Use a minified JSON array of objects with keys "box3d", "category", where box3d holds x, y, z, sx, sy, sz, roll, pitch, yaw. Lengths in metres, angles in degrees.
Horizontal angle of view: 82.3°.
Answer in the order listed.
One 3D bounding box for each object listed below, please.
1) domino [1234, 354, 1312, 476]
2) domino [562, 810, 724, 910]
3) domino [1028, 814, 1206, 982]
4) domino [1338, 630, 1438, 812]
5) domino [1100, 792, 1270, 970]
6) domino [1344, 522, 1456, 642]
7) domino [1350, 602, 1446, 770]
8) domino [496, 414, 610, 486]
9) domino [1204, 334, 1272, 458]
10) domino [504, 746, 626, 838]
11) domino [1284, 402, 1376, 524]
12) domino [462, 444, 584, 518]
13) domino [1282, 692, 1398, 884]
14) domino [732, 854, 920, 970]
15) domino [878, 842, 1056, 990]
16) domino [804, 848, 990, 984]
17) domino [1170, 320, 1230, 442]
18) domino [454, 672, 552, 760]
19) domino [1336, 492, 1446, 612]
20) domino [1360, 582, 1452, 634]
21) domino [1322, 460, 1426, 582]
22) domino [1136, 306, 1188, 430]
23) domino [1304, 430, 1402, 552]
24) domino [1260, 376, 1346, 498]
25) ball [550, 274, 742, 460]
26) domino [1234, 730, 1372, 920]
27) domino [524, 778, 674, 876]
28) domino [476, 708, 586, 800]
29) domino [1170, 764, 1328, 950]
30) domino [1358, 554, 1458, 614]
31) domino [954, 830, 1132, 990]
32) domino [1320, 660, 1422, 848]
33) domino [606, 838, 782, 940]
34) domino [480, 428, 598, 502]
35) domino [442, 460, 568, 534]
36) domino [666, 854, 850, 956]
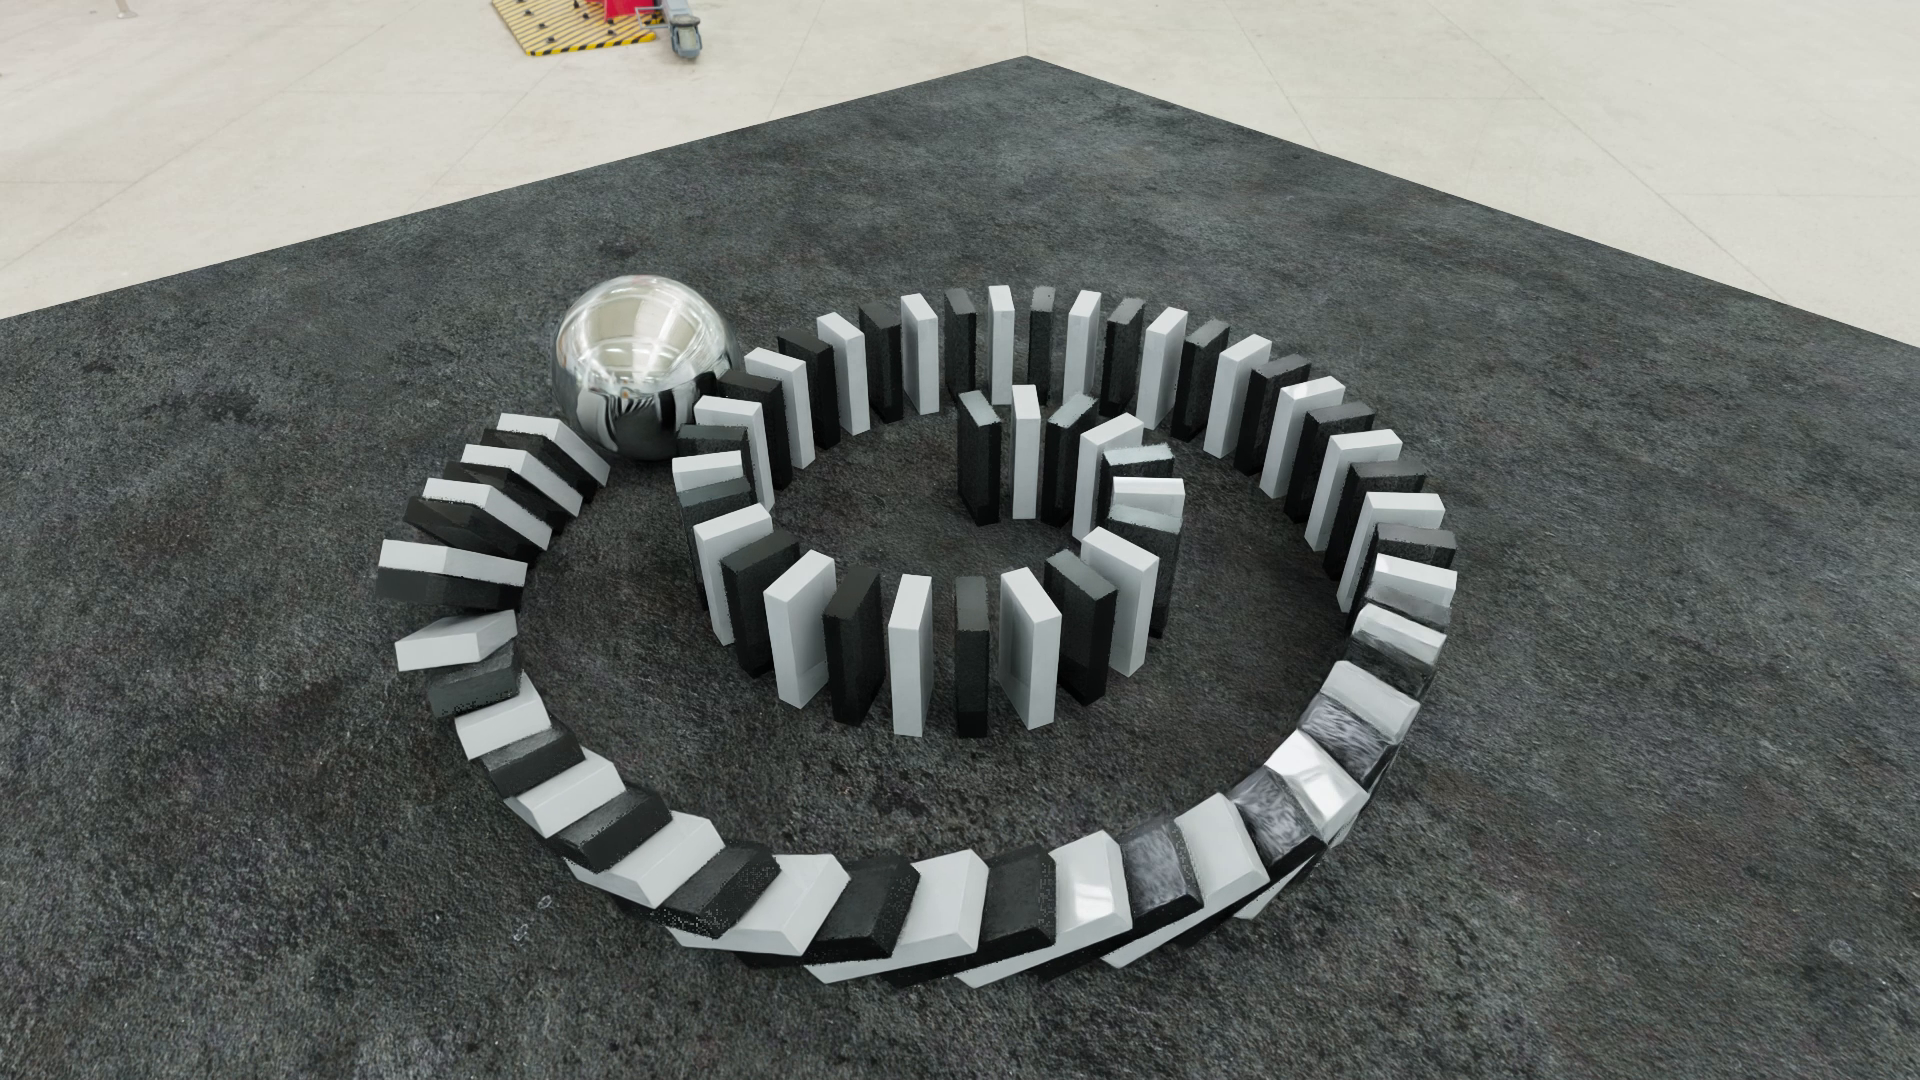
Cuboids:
[{"box3d":[0.135,-0.054,0.477,0.025,0.050,0.009,-21,44,-24],"category":"domino"},{"box3d":[-0.092,0.089,0.315,0.050,0.010,0.025,-6,26,48],"category":"domino"},{"box3d":[0.040,0.098,0.302,0.050,0.009,0.025,-33,36,18],"category":"domino"},{"box3d":[0.125,0.056,0.343,0.025,0.050,0.009,31,26,32],"category":"domino"},{"box3d":[0.058,0.094,0.305,0.050,0.010,0.025,-37,37,17],"category":"domino"},{"box3d":[0.155,0.018,0.390,0.025,0.050,0.009,8,40,10],"category":"domino"},{"box3d":[0.134,0.048,0.352,0.025,0.050,0.009,26,33,28],"category":"domino"},{"box3d":[-0.169,-0.037,0.459,0.025,0.050,0.009,7,73,8],"category":"domino"},{"box3d":[0.123,-0.064,0.489,0.025,0.050,0.010,-31,48,-32],"category":"domino"},{"box3d":[-0.123,0.074,0.334,0.025,0.010,0.050,-30,17,-31],"category":"domino"},{"box3d":[0.150,-0.031,0.449,0.025,0.050,0.010,-11,40,-13],"category":"domino"},{"box3d":[-0.175,-0.023,0.442,0.025,0.050,0.009,7,73,9],"category":"domino"},{"box3d":[0.104,0.073,0.326,0.010,0.050,0.025,16,19,-50],"category":"domino"},{"box3d":[-0.037,0.102,0.299,0.050,0.010,0.025,-18,29,31],"category":"domino"},{"box3d":[0.002,0.102,0.298,0.050,0.009,0.025,-25,33,23],"category":"domino"},{"box3d":[-0.017,0.102,0.298,0.050,0.010,0.025,-22,32,26],"category":"domino"},{"box3d":[0.109,-0.072,0.499,0.009,0.050,0.025,27,46,29],"category":"domino"},{"box3d":[-0.149,0.056,0.356,0.025,0.010,0.050,-22,13,-24],"category":"domino"},{"box3d":[0.158,0.006,0.405,0.025,0.050,0.009,2,39,2],"category":"domino"},{"box3d":[0.141,0.040,0.362,0.025,0.050,0.010,22,41,25],"category":"domino"},{"box3d":[0.157,-0.007,0.420,0.025,0.050,0.009,-3,39,-3],"category":"domino"},{"box3d":[0.093,-0.079,0.508,0.009,0.050,0.025,21,44,24],"category":"domino"},{"box3d":[0.155,-0.019,0.435,0.025,0.050,0.009,-7,40,-8],"category":"domino"},{"box3d":[0.144,-0.043,0.464,0.025,0.050,0.009,-15,42,-17],"category":"domino"},{"box3d":[-0.136,-0.075,0.479,0.080,0.080,0.080,0,39,0],"category":"ball"},{"box3d":[0.091,0.082,0.317,0.010,0.050,0.025,27,17,-44],"category":"domino"},{"box3d":[-0.107,0.082,0.324,0.025,0.009,0.050,-34,19,-34],"category":"domino"},{"box3d":[-0.137,0.065,0.344,0.025,0.009,0.050,-26,15,-28],"category":"domino"},{"box3d":[0.075,0.089,0.310,0.050,0.010,0.025,-43,40,15],"category":"domino"},{"box3d":[0.149,0.029,0.375,0.025,0.050,0.009,15,42,17],"category":"domino"},{"box3d":[0.021,0.101,0.299,0.050,0.010,0.025,-29,35,20],"category":"domino"},{"box3d":[0.115,0.065,0.334,0.025,0.050,0.010,34,19,34],"category":"domino"},{"box3d":[-0.075,0.095,0.308,0.050,0.009,0.025,-8,26,45],"category":"domino"},{"box3d":[-0.172,-0.030,0.450,0.025,0.050,0.010,7,73,8],"category":"domino"},{"box3d":[-0.178,-0.016,0.433,0.025,0.050,0.009,7,73,8],"category":"domino"},{"box3d":[-0.056,0.099,0.302,0.050,0.010,0.025,-13,28,38],"category":"domino"}]
